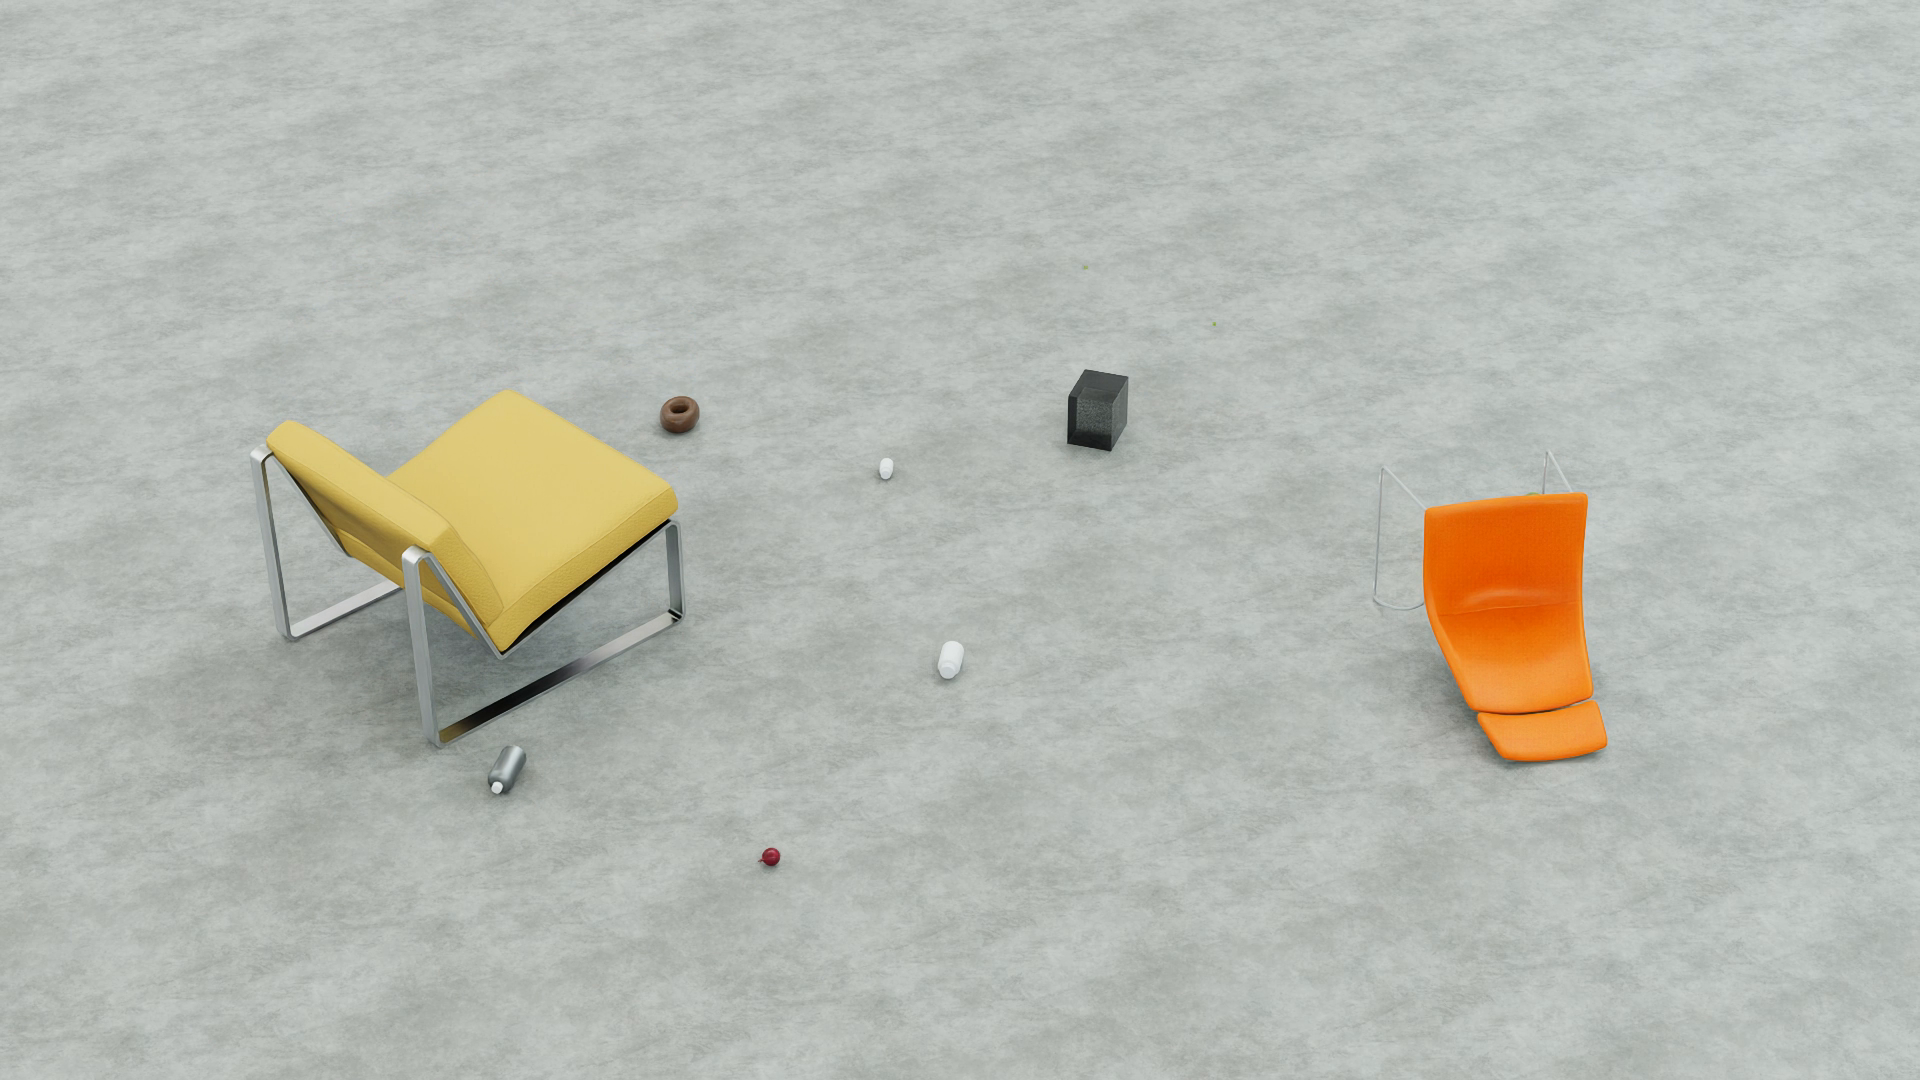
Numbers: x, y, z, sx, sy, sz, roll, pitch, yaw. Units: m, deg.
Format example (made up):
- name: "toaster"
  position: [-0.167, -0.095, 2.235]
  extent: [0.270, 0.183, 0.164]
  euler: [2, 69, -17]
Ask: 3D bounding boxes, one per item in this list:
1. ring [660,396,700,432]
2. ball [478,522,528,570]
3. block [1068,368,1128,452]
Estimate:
- name: "ring"
  position: [-1.112, -0.497, 11.627]
  extent: [0.157, 0.082, 0.213]
  euler: [6, 33, 7]
- name: "ball"
  position: [-1.675, 0.019, 10.754]
  extent: [0.177, 0.177, 0.177]
  euler: [0, 33, 0]
- name: "block"
  position: [0.542, -0.511, 11.522]
  extent: [0.180, 0.218, 0.220]
  euler: [11, 35, 16]
